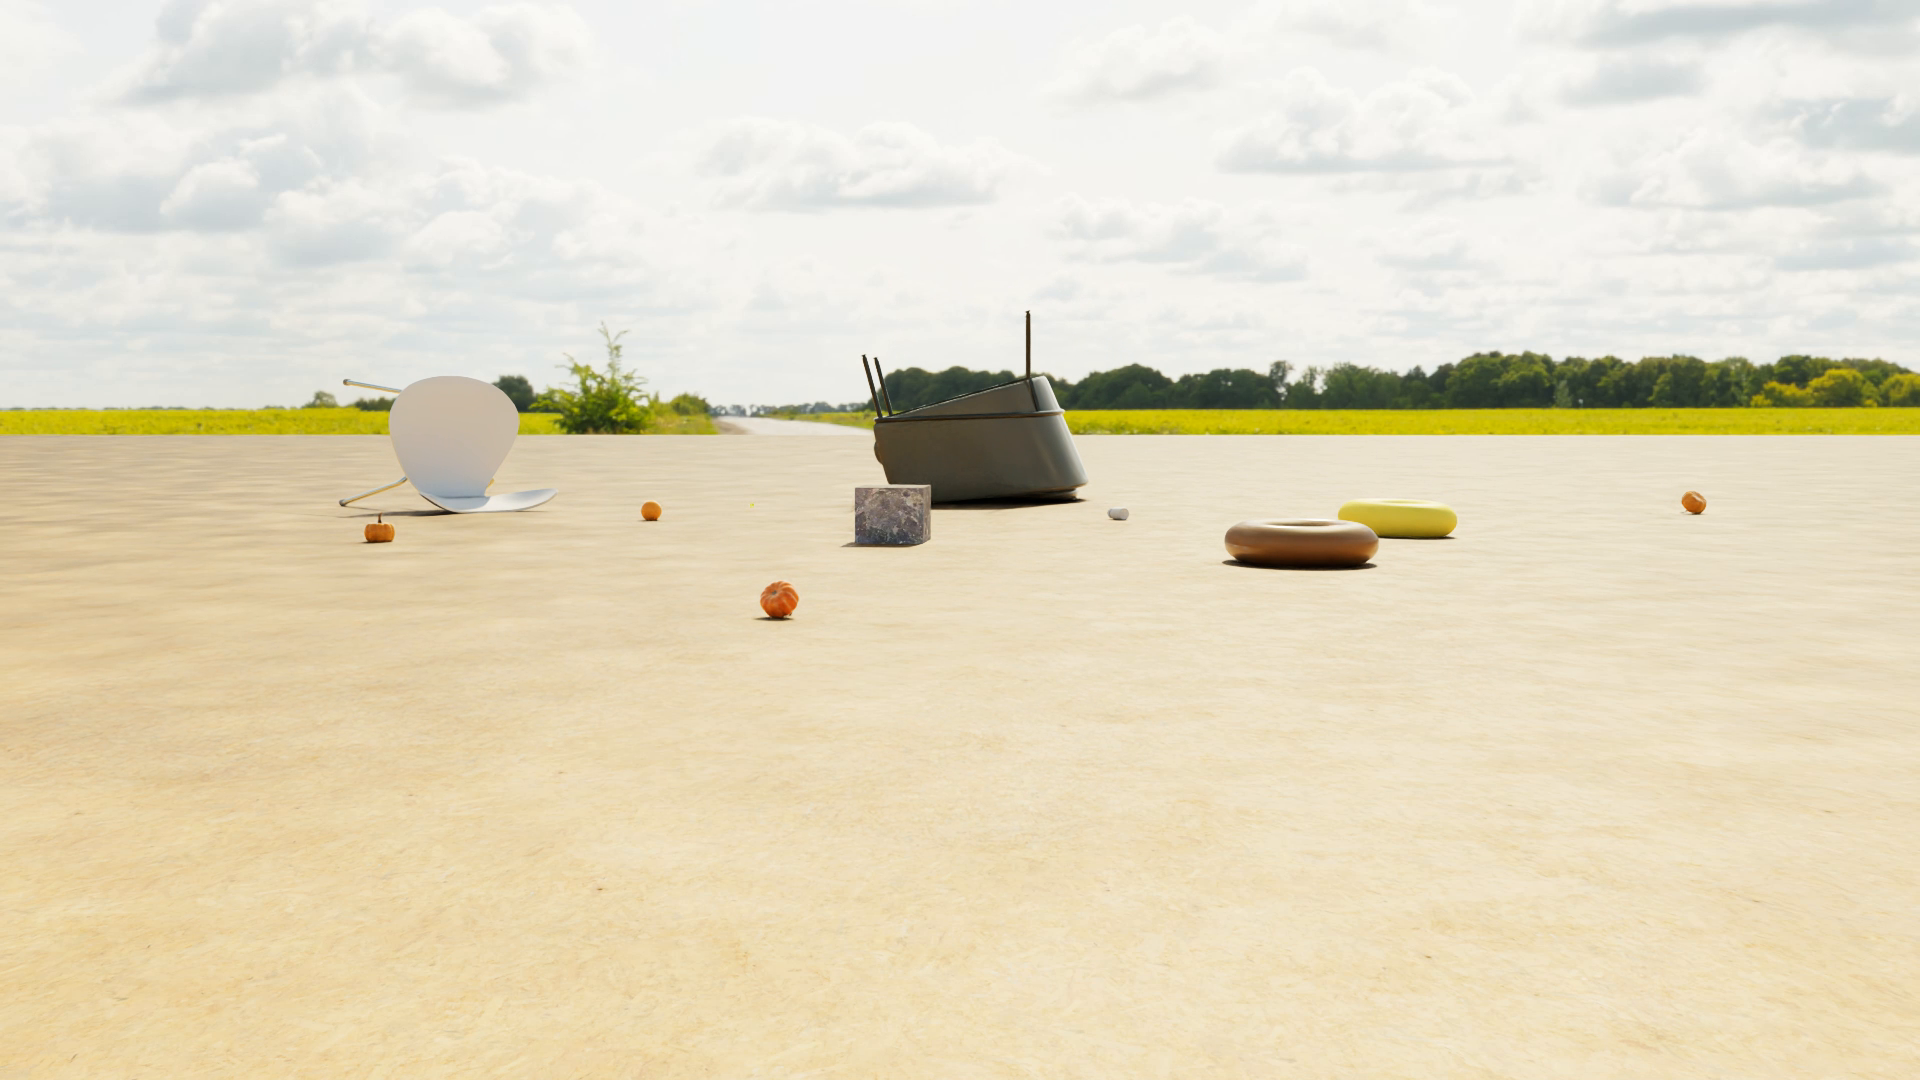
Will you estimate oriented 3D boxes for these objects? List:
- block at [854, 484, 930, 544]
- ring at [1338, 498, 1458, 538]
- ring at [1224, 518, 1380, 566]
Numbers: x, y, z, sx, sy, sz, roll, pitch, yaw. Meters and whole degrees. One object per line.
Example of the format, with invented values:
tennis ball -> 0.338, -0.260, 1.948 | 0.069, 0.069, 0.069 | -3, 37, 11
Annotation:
block -> -0.197, -0.078, 6.491 | 0.200, 0.162, 0.193 | 0, 4, 6
ring -> 1.346, -0.068, 6.777 | 0.405, 0.105, 0.235 | 5, 8, 44
ring -> 0.884, 0.006, 5.702 | 0.373, 0.105, 0.441 | -3, 6, -28
